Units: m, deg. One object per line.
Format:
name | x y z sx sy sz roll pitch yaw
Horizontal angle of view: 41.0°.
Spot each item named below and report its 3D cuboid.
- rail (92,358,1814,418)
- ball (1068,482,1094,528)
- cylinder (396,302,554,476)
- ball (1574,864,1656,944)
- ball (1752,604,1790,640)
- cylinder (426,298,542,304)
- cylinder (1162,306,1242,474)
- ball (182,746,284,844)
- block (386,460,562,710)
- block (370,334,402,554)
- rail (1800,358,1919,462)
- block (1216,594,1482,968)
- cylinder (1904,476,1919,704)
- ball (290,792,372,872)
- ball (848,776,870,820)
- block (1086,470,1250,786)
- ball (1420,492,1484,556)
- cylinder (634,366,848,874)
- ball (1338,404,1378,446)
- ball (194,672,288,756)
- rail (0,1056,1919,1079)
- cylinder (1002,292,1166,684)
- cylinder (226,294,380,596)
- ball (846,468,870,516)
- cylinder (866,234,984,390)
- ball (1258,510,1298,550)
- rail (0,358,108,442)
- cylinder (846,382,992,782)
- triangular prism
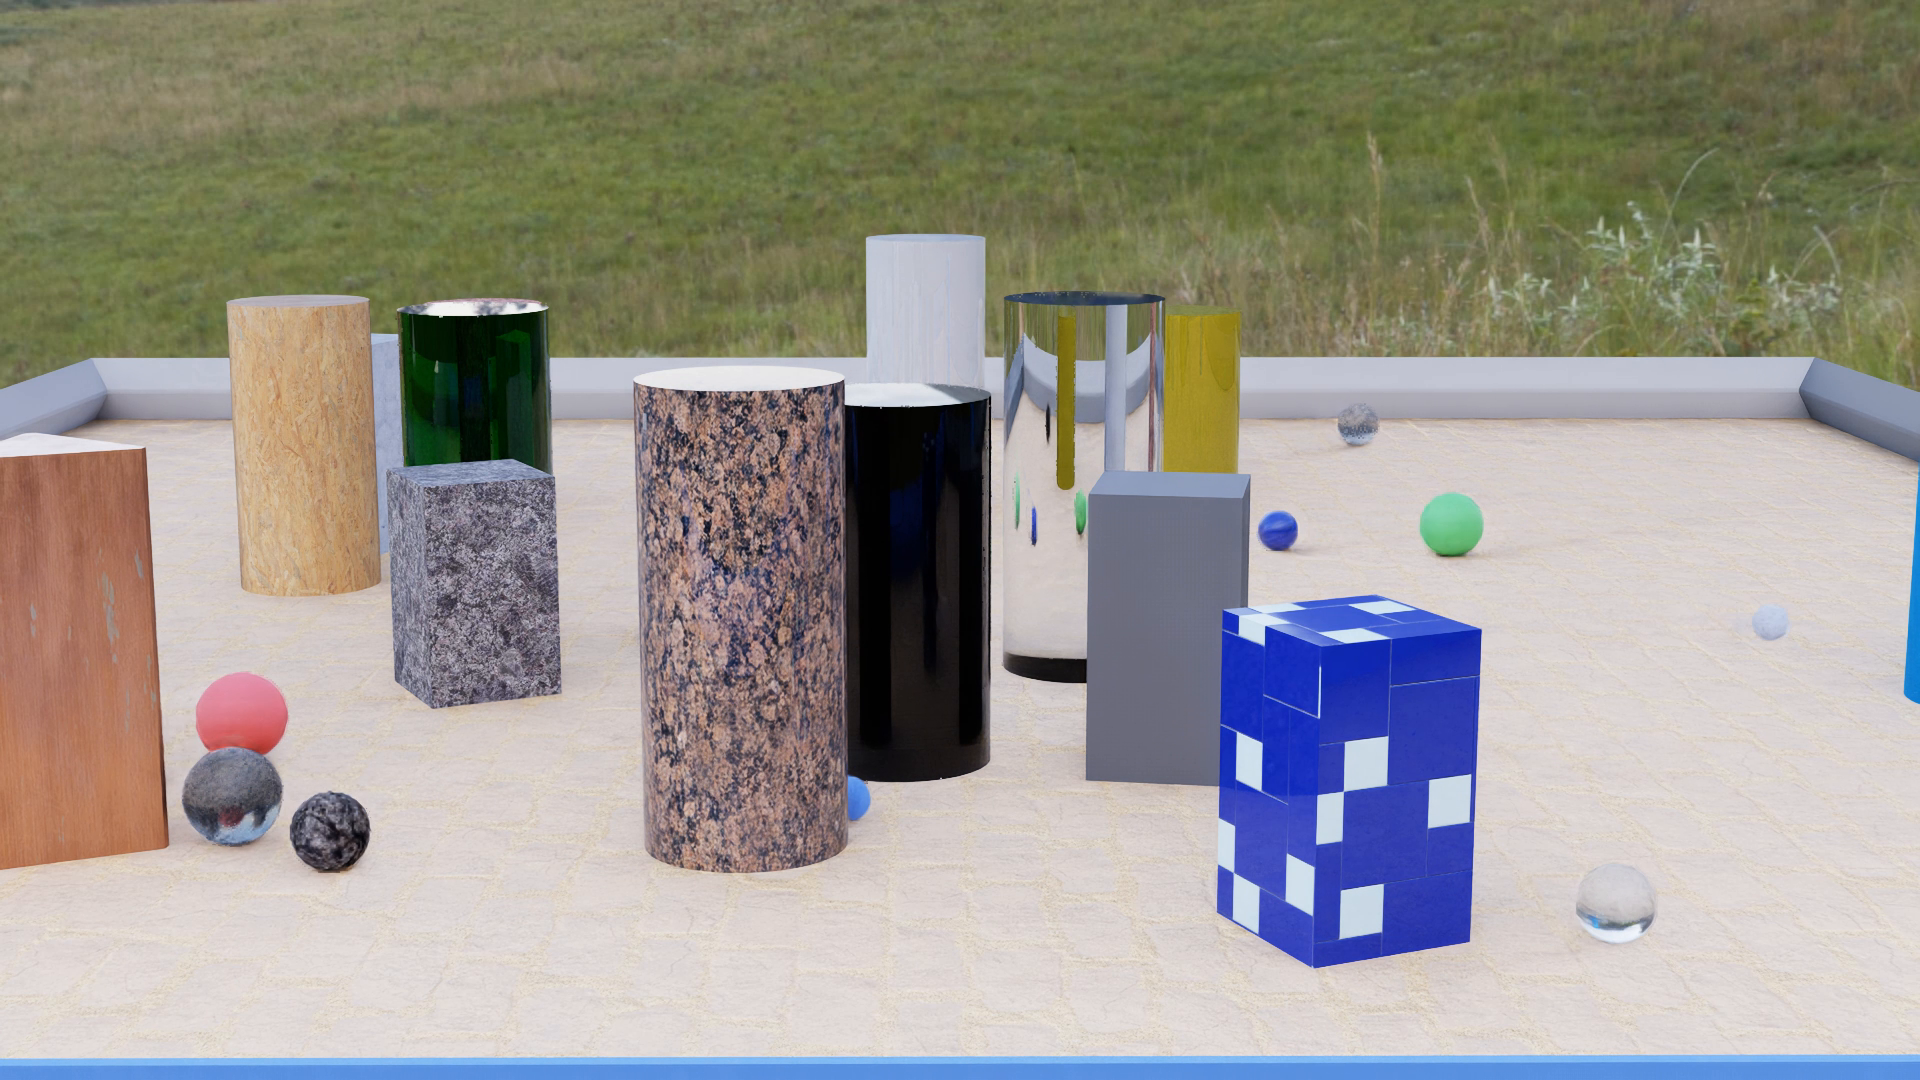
rail | -0.011 -0.311 5.295 3.568 0.126 0.045 0 11 0
ball | 0.208 -0.055 4.075 0.071 0.071 0.071 0 11 0
cylinder | -0.630 -0.096 3.359 0.193 0.414 0.193 0 11 0
ball | 0.550 0.305 2.150 0.067 0.067 0.067 0 11 0
ball | 1.037 0.105 3.281 0.045 0.045 0.045 0 11 0
cylinder | -0.788 -0.225 4.262 0.193 0.336 0.193 0 11 0
cylinder | 0.399 -0.258 4.542 0.193 0.299 0.193 0 11 0
ball | -0.686 0.241 2.421 0.093 0.093 0.093 0 11 0
block | -0.571 0.048 3.012 0.155 0.257 0.155 -6 12 -27
block | -0.926 -0.149 3.906 0.155 0.317 0.155 3 11 16
rail | 1.760 0.030 3.459 0.045 0.126 3.801 0 11 0
block | 0.326 0.198 2.168 0.155 0.269 0.155 -5 12 -24
cylinder | 1.198 0.038 2.951 0.193 0.299 0.193 0 11 0
ball | -0.575 0.266 2.343 0.072 0.072 0.072 0 11 0
ball | -0.109 0.251 2.501 0.043 0.043 0.043 0 11 0
block | 0.218 0.089 2.675 0.155 0.299 0.155 2 11 9
ball | 0.736 -0.023 3.838 0.095 0.095 0.095 0 11 0
cylinder | -0.202 0.069 2.392 0.193 0.442 0.193 0 11 0
ball | 0.769 -0.222 4.953 0.078 0.078 0.078 0 11 0
ball | -0.758 0.187 2.707 0.094 0.094 0.094 0 11 0
rail | 0.011 0.375 1.604 3.568 0.126 0.045 0 11 0
cylinder | 0.149 -0.068 3.107 0.193 0.450 0.193 0 11 0
cylinder | -0.921 -0.136 3.608 0.193 0.400 0.193 0 11 0
ball | -0.187 -0.077 4.171 0.079 0.079 0.079 0 11 0
cylinder | -0.056 -0.268 4.190 0.193 0.448 0.193 0 11 0
ball | 0.481 -0.015 3.882 0.062 0.062 0.062 0 11 0
rail | -1.760 0.034 3.439 0.045 0.126 3.801 0 11 0
cylinder | -0.064 0.040 2.693 0.193 0.389 0.193 0 11 0
triangular prism | -0.852 0.097 2.409 0.167 0.380 0.145 -5 12 -26
